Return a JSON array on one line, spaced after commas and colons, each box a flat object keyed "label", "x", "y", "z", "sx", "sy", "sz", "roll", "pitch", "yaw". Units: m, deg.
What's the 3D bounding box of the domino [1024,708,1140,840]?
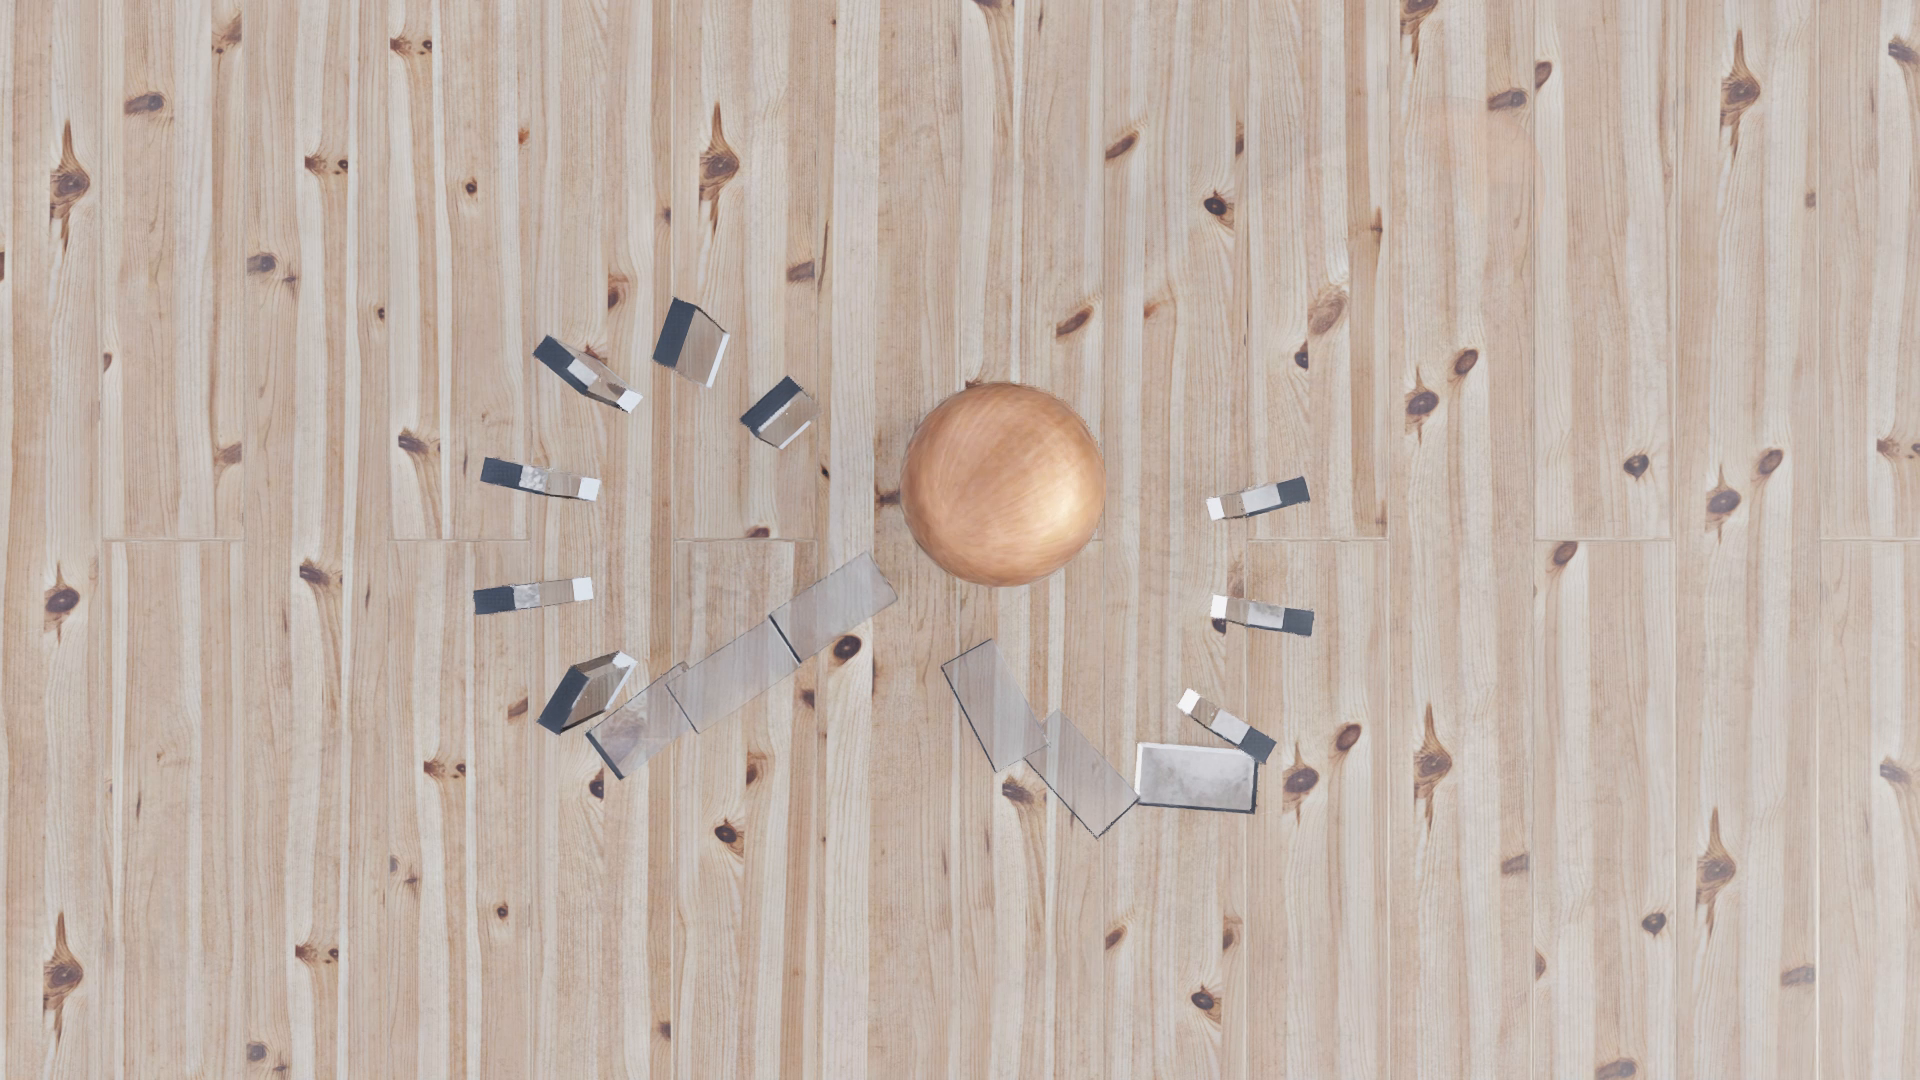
[{"label": "domino", "x": 0.050, "y": 0.099, "z": 0.391, "sx": 0.025, "sy": 0.010, "sz": 0.050, "roll": -43, "pitch": 79, "yaw": 0}]

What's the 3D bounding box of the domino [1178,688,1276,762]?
[{"label": "domino", "x": 0.108, "y": 0.075, "z": 0.375, "sx": 0.025, "sy": 0.050, "sz": 0.010, "roll": 30, "pitch": 90, "yaw": 0}]

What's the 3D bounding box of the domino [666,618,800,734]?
[{"label": "domino", "x": -0.096, "y": 0.058, "z": 0.390, "sx": 0.050, "sy": 0.010, "sz": 0.025, "roll": -33, "pitch": 90, "yaw": -14}]

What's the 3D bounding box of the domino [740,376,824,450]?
[{"label": "domino", "x": -0.072, "y": -0.051, "z": 0.375, "sx": 0.025, "sy": 0.050, "sz": 0.010, "roll": -42, "pitch": 90, "yaw": 0}]

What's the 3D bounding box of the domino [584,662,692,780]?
[{"label": "domino", "x": -0.133, "y": 0.078, "z": 0.395, "sx": 0.050, "sy": 0.010, "sz": 0.025, "roll": -37, "pitch": 90, "yaw": 0}]

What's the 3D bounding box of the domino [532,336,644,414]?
[{"label": "domino", "x": -0.151, "y": -0.067, "z": 0.375, "sx": 0.025, "sy": 0.050, "sz": 0.010, "roll": 39, "pitch": 90, "yaw": 0}]

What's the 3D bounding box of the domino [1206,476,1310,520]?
[{"label": "domino", "x": 0.121, "y": -0.016, "z": 0.375, "sx": 0.025, "sy": 0.050, "sz": 0.009, "roll": -16, "pitch": 90, "yaw": 0}]

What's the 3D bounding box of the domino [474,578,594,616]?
[{"label": "domino", "x": -0.173, "y": 0.022, "z": 0.375, "sx": 0.025, "sy": 0.050, "sz": 0.010, "roll": -7, "pitch": 90, "yaw": 0}]

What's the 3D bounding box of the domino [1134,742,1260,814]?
[{"label": "domino", "x": 0.102, "y": 0.103, "z": 0.395, "sx": 0.050, "sy": 0.010, "sz": 0.025, "roll": 4, "pitch": 90, "yaw": 0}]

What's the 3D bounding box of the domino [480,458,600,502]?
[{"label": "domino", "x": -0.170, "y": -0.024, "z": 0.375, "sx": 0.025, "sy": 0.050, "sz": 0.010, "roll": 13, "pitch": 90, "yaw": 0}]

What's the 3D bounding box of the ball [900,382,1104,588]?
[{"label": "ball", "x": 0.016, "y": -0.021, "z": 0.360, "sx": 0.080, "sy": 0.080, "sz": 0.080, "roll": 0, "pitch": 90, "yaw": 0}]

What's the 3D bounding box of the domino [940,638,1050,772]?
[{"label": "domino", "x": 0.015, "y": 0.070, "z": 0.390, "sx": 0.025, "sy": 0.009, "sz": 0.050, "roll": -29, "pitch": 79, "yaw": 3}]

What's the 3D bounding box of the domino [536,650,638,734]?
[{"label": "domino", "x": -0.151, "y": 0.061, "z": 0.375, "sx": 0.009, "sy": 0.050, "sz": 0.025, "roll": 32, "pitch": 90, "yaw": 0}]

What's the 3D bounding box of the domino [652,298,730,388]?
[{"label": "domino", "x": -0.109, "y": -0.079, "z": 0.375, "sx": 0.009, "sy": 0.050, "sz": 0.025, "roll": 19, "pitch": 90, "yaw": 0}]

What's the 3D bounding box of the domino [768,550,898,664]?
[{"label": "domino", "x": -0.054, "y": 0.029, "z": 0.395, "sx": 0.050, "sy": 0.010, "sz": 0.025, "roll": -33, "pitch": 90, "yaw": 0}]

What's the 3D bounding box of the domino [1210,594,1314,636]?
[{"label": "domino", "x": 0.122, "y": 0.030, "z": 0.375, "sx": 0.025, "sy": 0.050, "sz": 0.010, "roll": 8, "pitch": 90, "yaw": 0}]
